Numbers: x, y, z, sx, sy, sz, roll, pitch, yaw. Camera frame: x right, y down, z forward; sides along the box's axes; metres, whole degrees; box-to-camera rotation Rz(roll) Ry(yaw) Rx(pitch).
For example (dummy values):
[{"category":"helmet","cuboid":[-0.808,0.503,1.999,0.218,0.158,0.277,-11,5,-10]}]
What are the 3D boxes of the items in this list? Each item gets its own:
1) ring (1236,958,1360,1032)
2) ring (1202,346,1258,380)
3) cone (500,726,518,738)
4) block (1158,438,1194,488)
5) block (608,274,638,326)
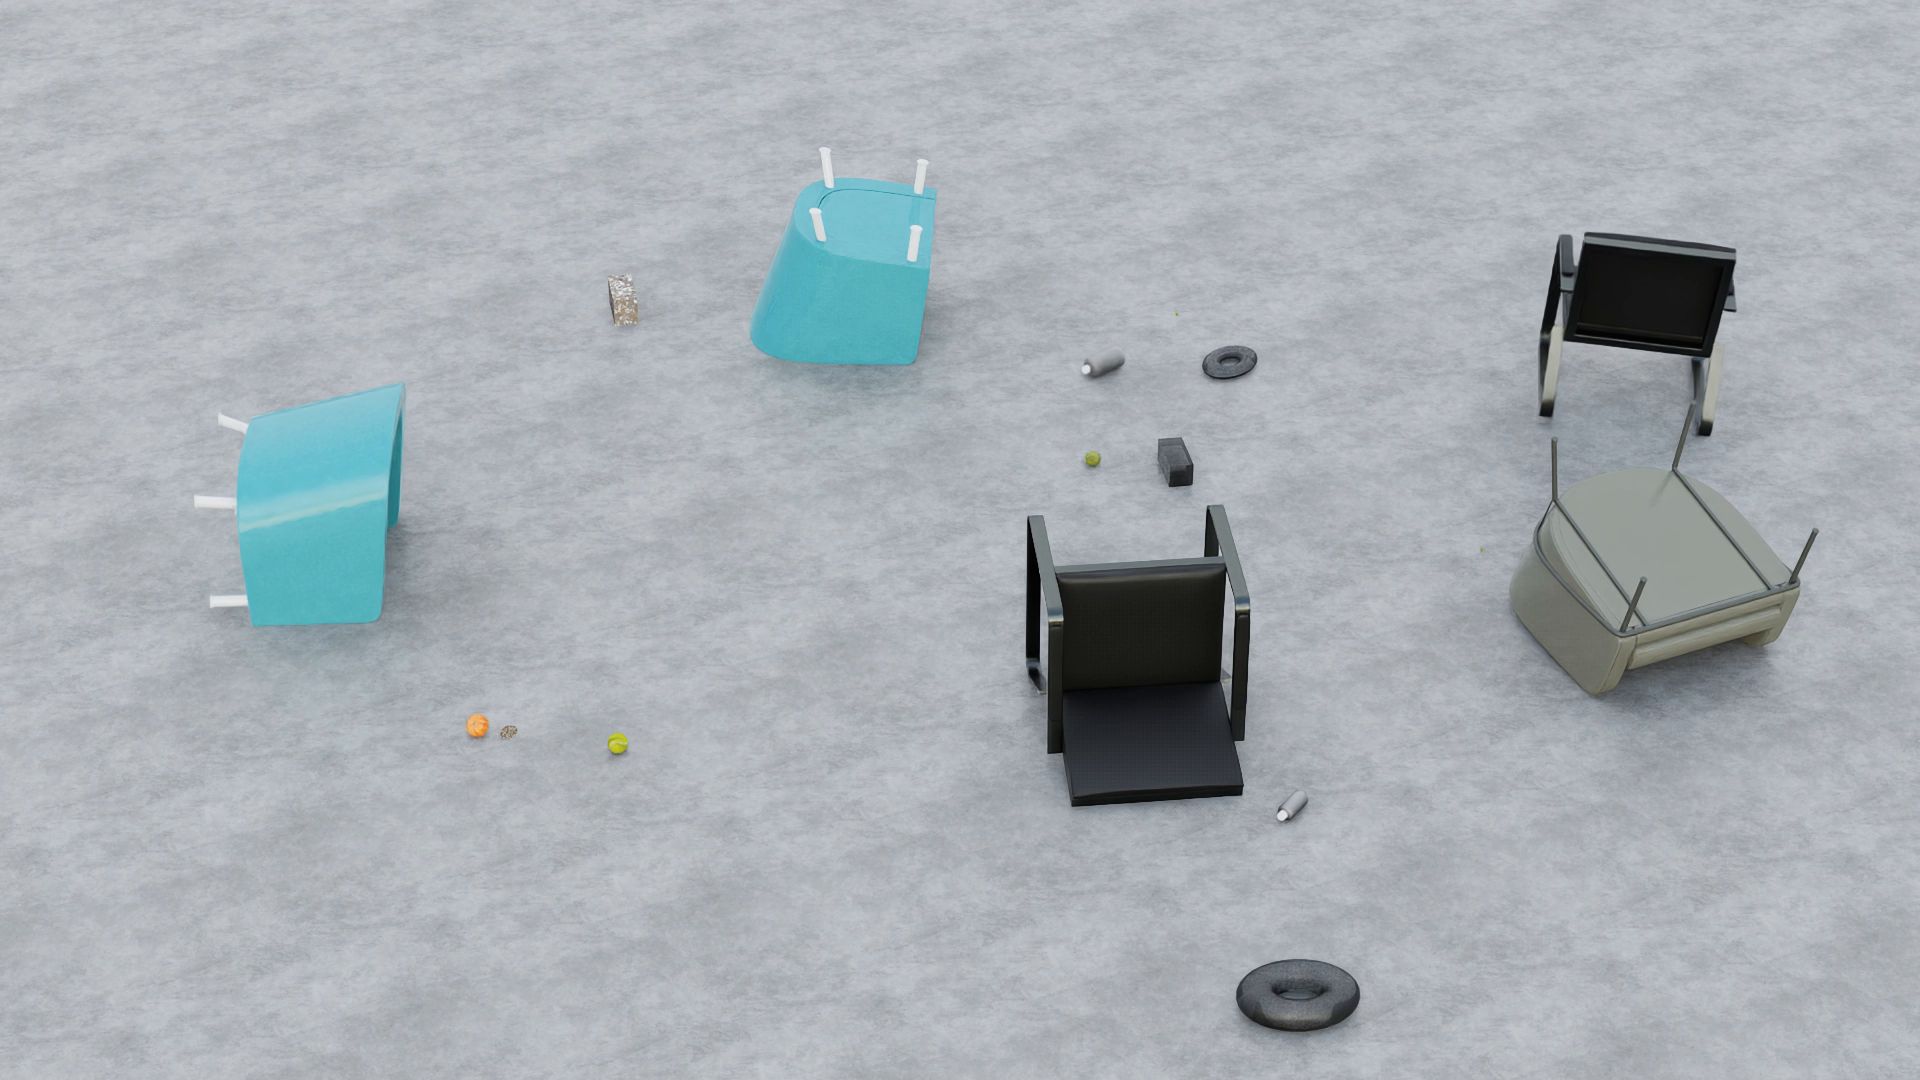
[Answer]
[{"category":"ring","cuboid":[1.013,1.363,8.783,0.375,0.104,0.262,-3,35,-3]},{"category":"ring","cuboid":[1.105,-0.729,12.012,0.201,0.043,0.276,24,41,31]},{"category":"cone","cuboid":[-1.539,0.644,9.947,0.062,0.047,0.063,-17,17,-21]},{"category":"block","cuboid":[0.831,-0.301,11.316,0.093,0.094,0.205,-5,34,-8]},{"category":"block","cuboid":[-1.421,-1.014,12.367,0.099,0.127,0.209,-7,34,-10]}]
